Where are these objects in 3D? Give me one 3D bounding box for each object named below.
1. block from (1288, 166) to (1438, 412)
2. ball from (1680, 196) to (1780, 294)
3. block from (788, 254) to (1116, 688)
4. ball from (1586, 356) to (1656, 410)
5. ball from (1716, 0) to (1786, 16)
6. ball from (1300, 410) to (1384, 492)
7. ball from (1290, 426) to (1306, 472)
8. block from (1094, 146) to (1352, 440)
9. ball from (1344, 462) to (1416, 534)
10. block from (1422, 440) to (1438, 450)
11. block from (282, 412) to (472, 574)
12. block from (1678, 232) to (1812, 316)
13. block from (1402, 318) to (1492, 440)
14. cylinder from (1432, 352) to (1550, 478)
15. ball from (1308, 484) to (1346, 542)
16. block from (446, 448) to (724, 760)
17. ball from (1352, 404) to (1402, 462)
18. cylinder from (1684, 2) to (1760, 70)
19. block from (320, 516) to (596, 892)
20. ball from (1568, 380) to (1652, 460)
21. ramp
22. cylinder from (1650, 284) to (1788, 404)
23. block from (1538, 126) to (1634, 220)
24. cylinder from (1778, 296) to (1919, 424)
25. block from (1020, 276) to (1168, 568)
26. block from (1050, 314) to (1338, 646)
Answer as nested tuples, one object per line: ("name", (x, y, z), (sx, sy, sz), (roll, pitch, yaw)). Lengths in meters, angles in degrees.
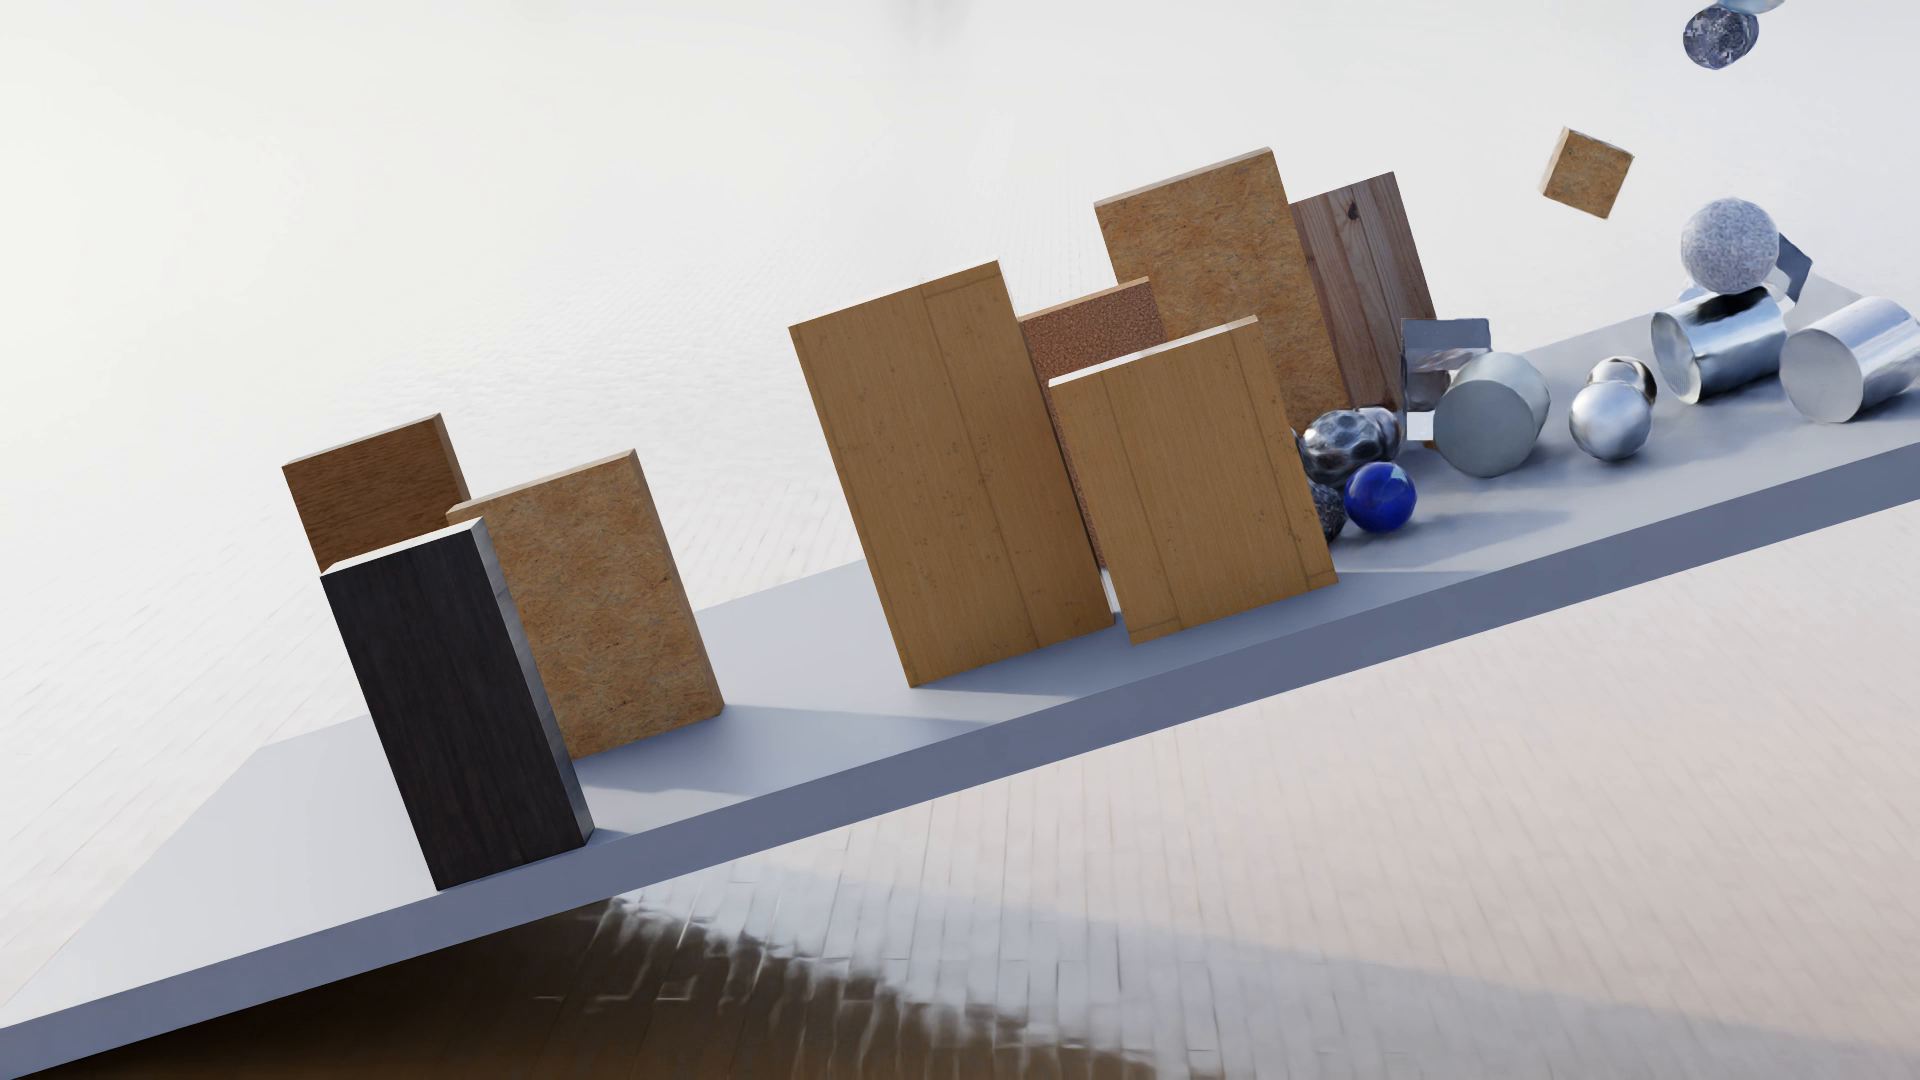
("block", (0.928, -0.566, 6.970), (0.349, 0.546, 0.144), (-17, 10, 5))
("ball", (1.554, -0.594, 5.942), (0.197, 0.197, 0.197), (0, 12, 0))
("block", (-0.012, -0.134, 5.776), (0.425, 0.754, 0.119), (-17, 10, 5))
("ball", (1.350, -0.305, 6.012), (0.144, 0.144, 0.144), (0, 12, 0))
("ball", (1.638, -1.182, 6.082), (0.191, 0.191, 0.191), (0, 12, 0))
("ball", (0.811, -0.189, 6.249), (0.176, 0.176, 0.176), (0, 12, 0))
("ball", (0.641, -0.167, 6.337), (0.209, 0.209, 0.209), (0, 12, 0))
("block", (0.607, -0.487, 6.674), (0.415, 0.705, 0.146), (-17, 10, 5))
("ball", (0.825, -0.084, 5.776), (0.143, 0.143, 0.143), (0, 12, 0))
("block", (1.061, -0.266, 6.413), (0.105, 0.105, 0.105), (-20, 11, -8))
("block", (-1.245, 0.108, 6.727), (0.366, 0.721, 0.086), (-17, 10, 5))
("block", (1.693, -0.561, 6.342), (0.179, 0.179, 0.179), (39, 44, -4))
("block", (1.035, -0.342, 6.246), (0.181, 0.181, 0.181), (-2, 40, 6))
("cylinder", (1.088, -0.258, 6.017), (0.207, 0.207, 0.207), (4, 20, 18))
("ball", (0.706, -0.051, 5.861), (0.124, 0.124, 0.124), (0, 12, 0))
("block", (-0.779, 0.146, 6.136), (0.401, 0.576, 0.096), (-17, 10, 5))
("ball", (0.891, -0.224, 6.394), (0.140, 0.140, 0.140), (0, 12, 0))
("cylinder", (1.606, -1.067, 6.204), (0.128, 0.128, 0.128), (6, 20, 27))
("block", (-0.924, 0.304, 5.433), (0.294, 0.626, 0.115), (-17, 10, 5))
("ball", (1.270, -0.235, 5.746), (0.159, 0.159, 0.159), (0, 12, 0))
("ramp", (0.102, 0.182, 6.309), (4.000, 0.100, 2.000), (-17, 10, 5))
("cylinder", (1.556, -0.406, 6.024), (0.202, 0.202, 0.202), (-20, 15, -8))
("block", (1.321, -0.776, 6.218), (0.144, 0.144, 0.144), (21, 14, 1))
("cylinder", (1.670, -0.336, 5.507), (0.189, 0.189, 0.189), (-25, 24, -32))
("block", (0.341, -0.248, 6.299), (0.304, 0.560, 0.096), (-17, 10, 5))
("block", (0.440, -0.111, 5.539), (0.405, 0.519, 0.092), (-17, 10, 5))
